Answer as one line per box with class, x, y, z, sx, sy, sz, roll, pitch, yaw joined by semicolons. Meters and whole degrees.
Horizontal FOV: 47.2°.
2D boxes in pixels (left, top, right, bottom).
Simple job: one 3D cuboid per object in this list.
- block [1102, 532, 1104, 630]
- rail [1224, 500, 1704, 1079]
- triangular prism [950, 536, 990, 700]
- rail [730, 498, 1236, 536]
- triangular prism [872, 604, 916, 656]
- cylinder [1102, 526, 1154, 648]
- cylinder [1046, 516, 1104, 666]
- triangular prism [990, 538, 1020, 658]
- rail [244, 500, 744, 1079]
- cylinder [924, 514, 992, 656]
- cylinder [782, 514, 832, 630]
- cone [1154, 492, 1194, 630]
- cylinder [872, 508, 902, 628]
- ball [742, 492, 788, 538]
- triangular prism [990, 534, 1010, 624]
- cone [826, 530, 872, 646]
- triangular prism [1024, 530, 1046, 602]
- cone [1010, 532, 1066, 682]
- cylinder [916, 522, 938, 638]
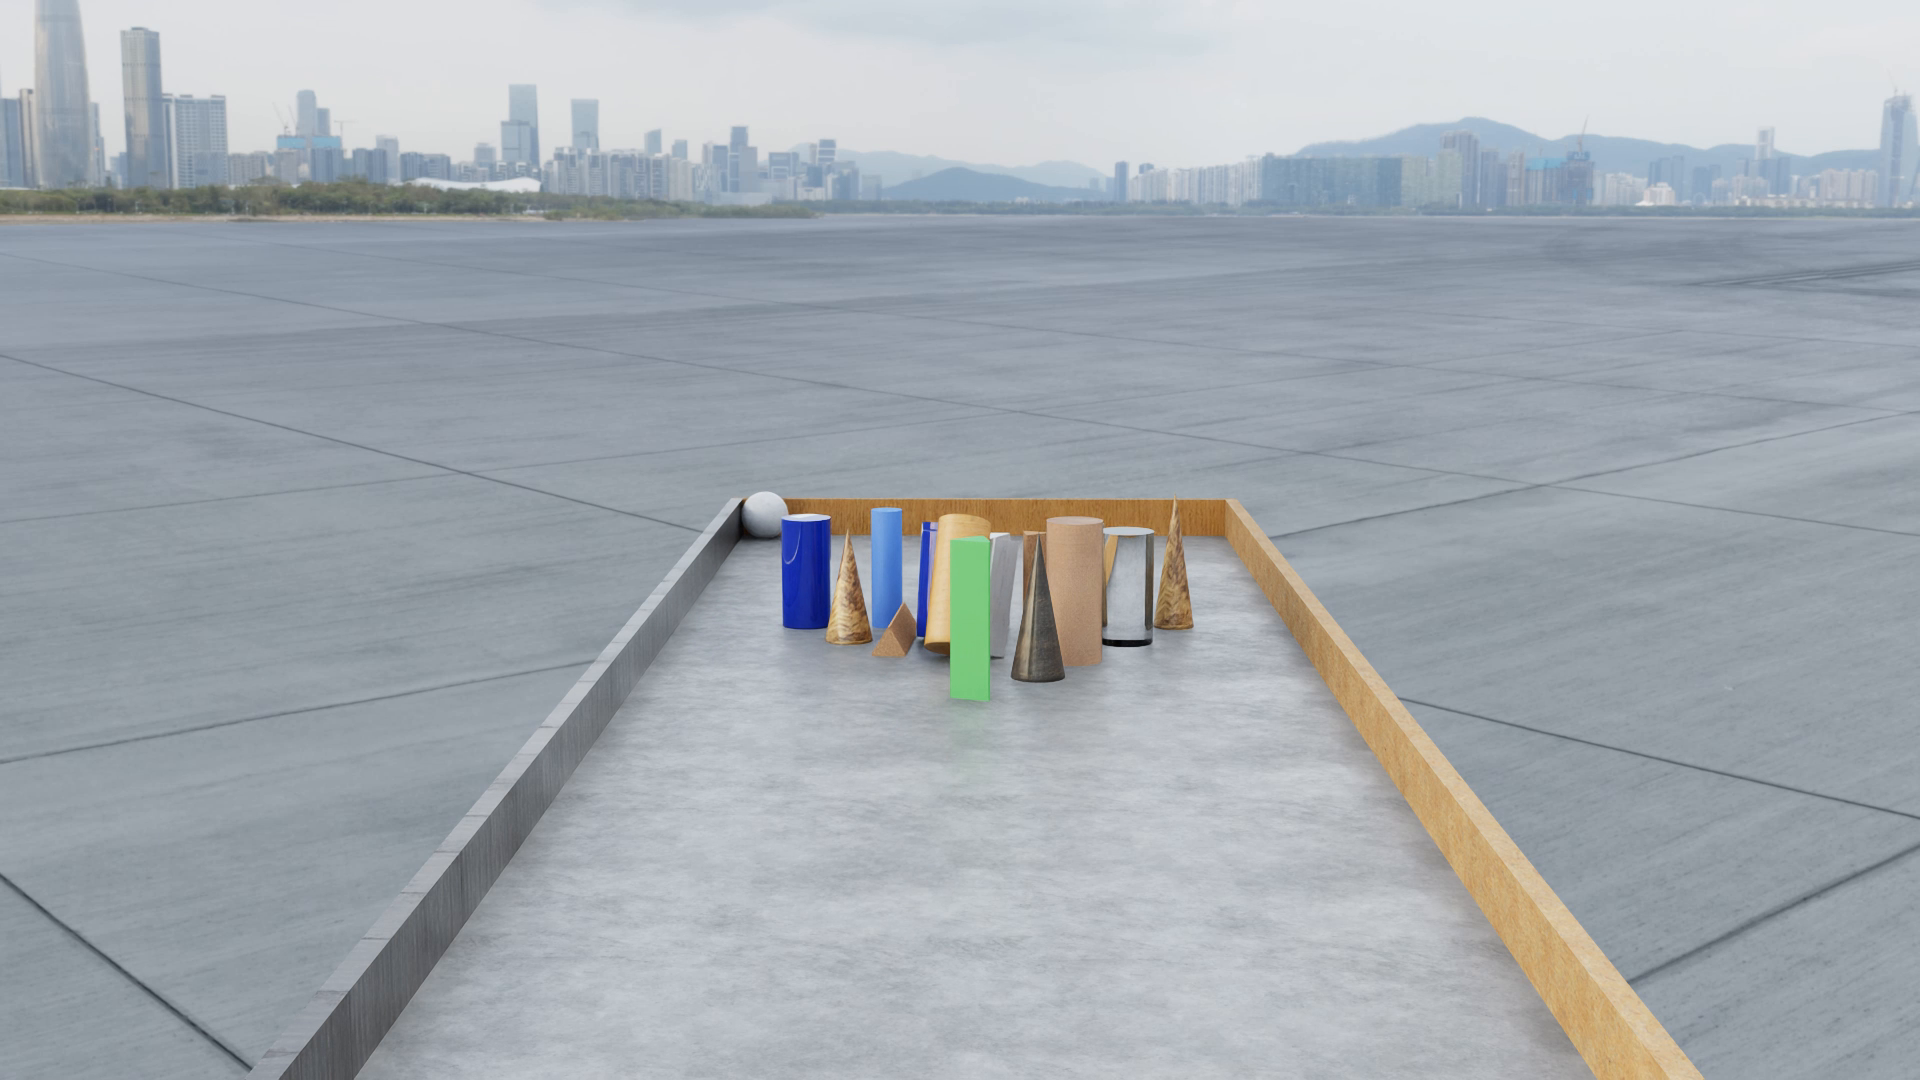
block;0.385;0.113;7.182;0.130;0.348;0.130;-3;10;-20
rail;1.046;0.843;3.208;0.050;0.150;12.000;0;9;1
triangular prism;0.046;0.218;6.197;0.118;0.451;0.102;3;10;21
rail;0.099;-0.098;9.147;2.100;0.150;0.050;0;9;1
triangular prism;-0.201;0.278;6.950;0.104;0.090;0.420;1;9;5
cylinder;0.524;0.147;6.945;0.174;0.356;0.174;0;9;0
cylinder;0.346;0.154;6.664;0.172;0.430;0.172;0;9;0
triangular prism;0.094;0.176;6.755;0.097;0.357;0.084;12;-8;-37
rail;-1.004;0.839;3.234;0.050;0.150;12.000;0;9;1
cylinder;-0.006;0.138;6.743;0.164;0.405;0.164;6;-17;2
cylinder;-0.503;0.103;7.213;0.163;0.358;0.163;0;9;0
cone;0.701;0.059;7.188;0.134;0.453;0.134;0;9;0
cylinder;-0.240;0.091;7.208;0.102;0.384;0.102;0;9;0
ball;-0.801;-0.102;9.035;0.194;0.194;0.194;0;9;0
triangular prism;0.067;0.133;7.192;0.130;0.306;0.151;5;10;31
cone;-0.353;0.138;6.969;0.152;0.367;0.152;0;9;0
triangular prism;0.224;0.148;6.963;0.087;0.349;0.076;-6;11;-34
cone;0.229;0.187;6.437;0.162;0.435;0.162;0;9;0
cylinder;-0.041;0.128;6.964;0.179;0.362;0.179;3;0;0
